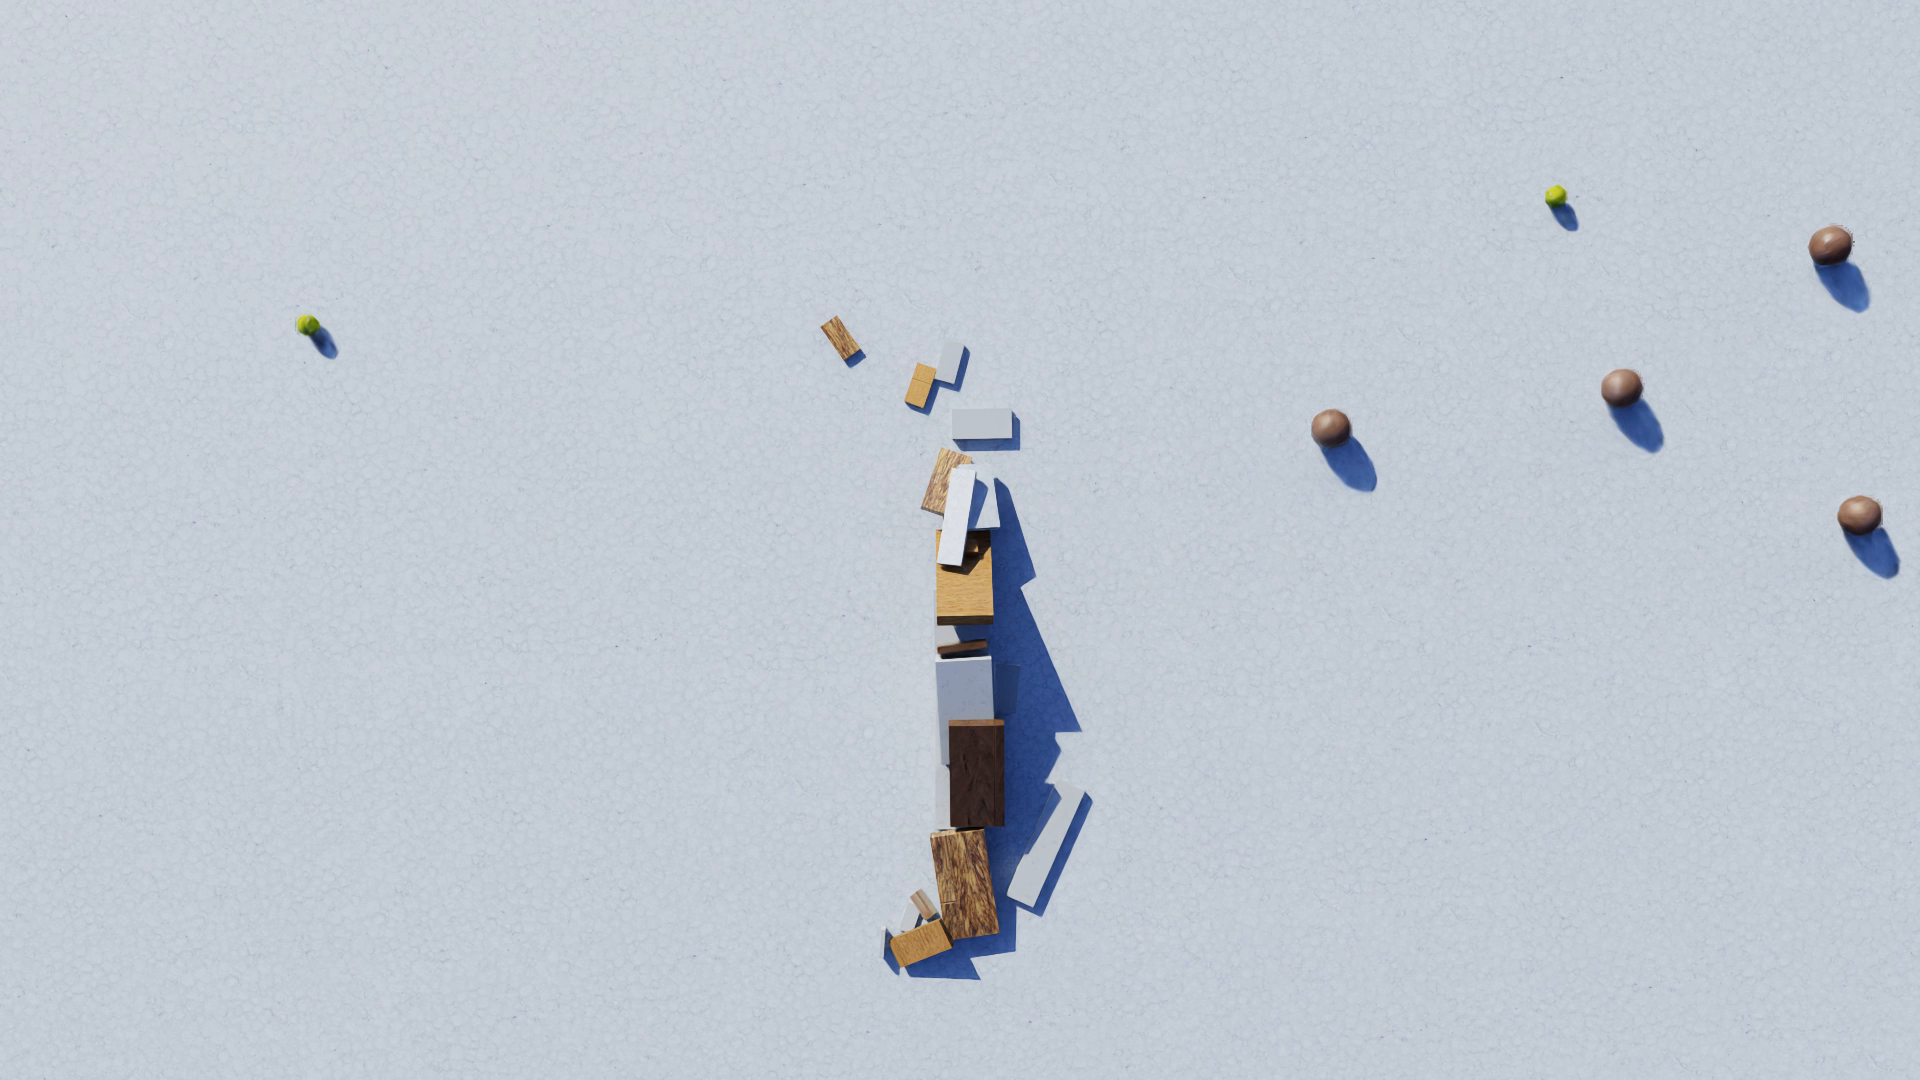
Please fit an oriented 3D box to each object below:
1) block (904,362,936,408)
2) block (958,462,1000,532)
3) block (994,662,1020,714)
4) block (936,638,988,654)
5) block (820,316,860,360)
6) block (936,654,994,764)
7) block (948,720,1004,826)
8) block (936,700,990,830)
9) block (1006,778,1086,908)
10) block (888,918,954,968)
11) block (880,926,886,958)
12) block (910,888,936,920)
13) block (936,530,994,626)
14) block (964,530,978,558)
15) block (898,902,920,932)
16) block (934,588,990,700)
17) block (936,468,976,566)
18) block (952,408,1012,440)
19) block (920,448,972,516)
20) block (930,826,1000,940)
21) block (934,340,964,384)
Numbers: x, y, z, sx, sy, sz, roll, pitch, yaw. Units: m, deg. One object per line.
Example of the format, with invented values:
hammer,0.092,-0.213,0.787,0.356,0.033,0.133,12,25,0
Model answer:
block,-0.131,-0.515,5.490,0.068,0.019,0.136,19,90,0
block,0.060,-0.141,5.418,0.110,0.031,0.221,-4,74,-15
block,0.152,0.493,5.489,0.080,0.023,0.160,6,90,0
block,0.006,0.343,5.331,0.160,0.080,0.023,-8,91,0
block,-0.398,-0.672,5.490,0.068,0.019,0.136,-35,90,0
block,0.019,0.551,5.362,0.180,0.051,0.360,-3,107,1
block,0.055,0.760,5.372,0.179,0.051,0.357,-1,107,0
block,0.008,0.629,5.460,0.179,0.051,0.653,0,93,0
block,0.284,1.006,5.486,0.099,0.028,0.423,24,90,0
block,-0.129,1.333,5.456,0.198,0.028,0.099,-26,90,18
block,-0.257,1.336,5.476,0.013,0.047,0.094,4,90,0
block,-0.123,1.211,5.484,0.047,0.013,0.094,-34,90,-25
block,0.013,0.118,5.365,0.180,0.051,0.360,-1,50,0
block,0.000,-0.046,5.428,0.110,0.031,0.221,-2,58,0
block,-0.166,1.258,5.493,0.047,0.013,0.095,19,90,0
block,0.007,0.338,5.397,0.180,0.051,0.360,-1,93,0
block,-0.010,-0.074,5.364,0.080,0.023,0.319,6,78,13
block,0.072,-0.386,5.486,0.198,0.028,0.099,-1,90,0
block,-0.044,-0.188,5.447,0.110,0.031,0.221,18,70,0
block,0.015,1.133,5.449,0.179,0.051,0.357,-8,98,0
block,-0.035,-0.593,5.490,0.068,0.019,0.136,15,90,0
